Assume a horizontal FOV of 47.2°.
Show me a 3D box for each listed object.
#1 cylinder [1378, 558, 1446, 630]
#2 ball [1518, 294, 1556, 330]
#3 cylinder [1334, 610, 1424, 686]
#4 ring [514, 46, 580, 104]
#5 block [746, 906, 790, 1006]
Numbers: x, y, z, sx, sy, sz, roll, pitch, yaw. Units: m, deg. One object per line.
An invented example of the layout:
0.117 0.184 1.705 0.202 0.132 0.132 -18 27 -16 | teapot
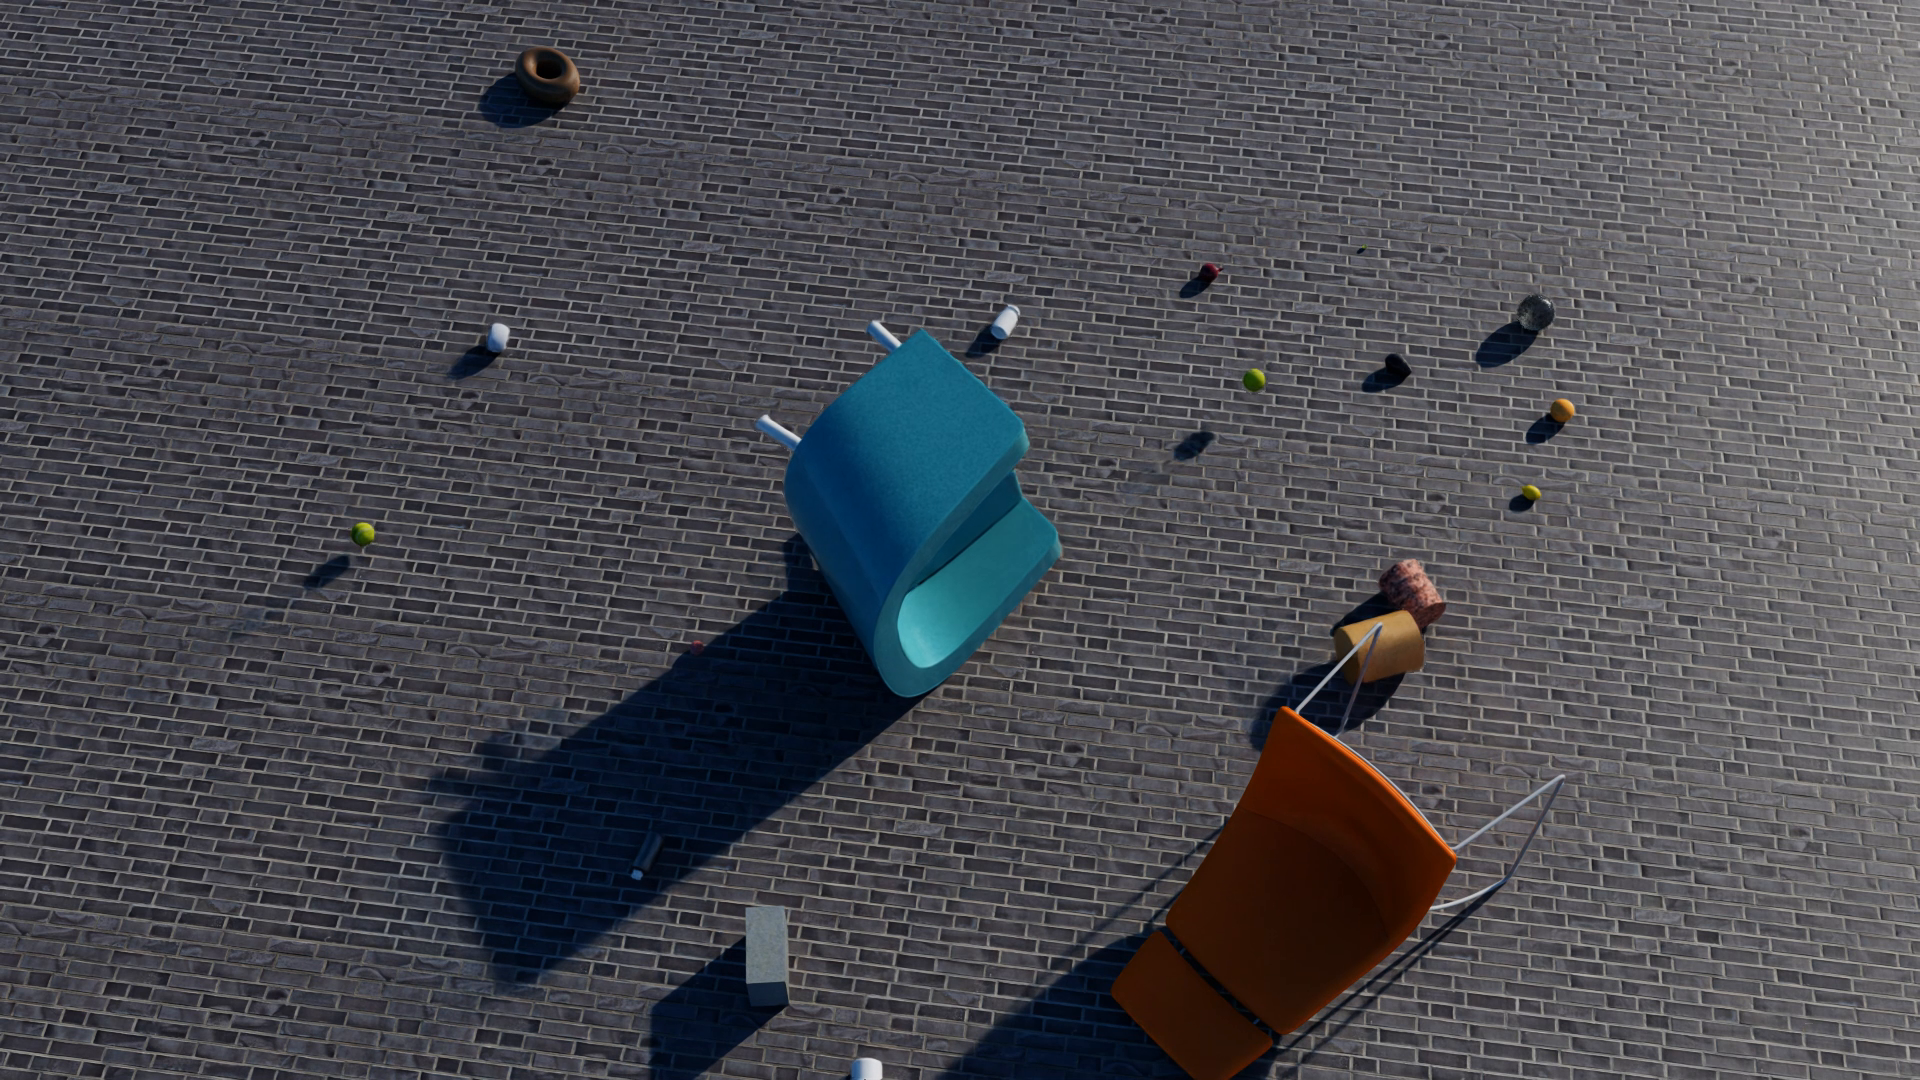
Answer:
1.315 0.159 6.393 0.131 0.120 0.164 -38 57 17 | cylinder
1.833 -0.723 6.989 0.116 0.116 0.116 0 56 0 | ball
1.193 0.306 6.264 0.198 0.173 0.172 -15 80 -10 | cylinder
-1.426 -1.607 7.599 0.198 0.089 0.265 -36 64 -23 | ring
-0.503 1.088 5.750 0.100 0.155 0.211 -3 56 -2 | block
